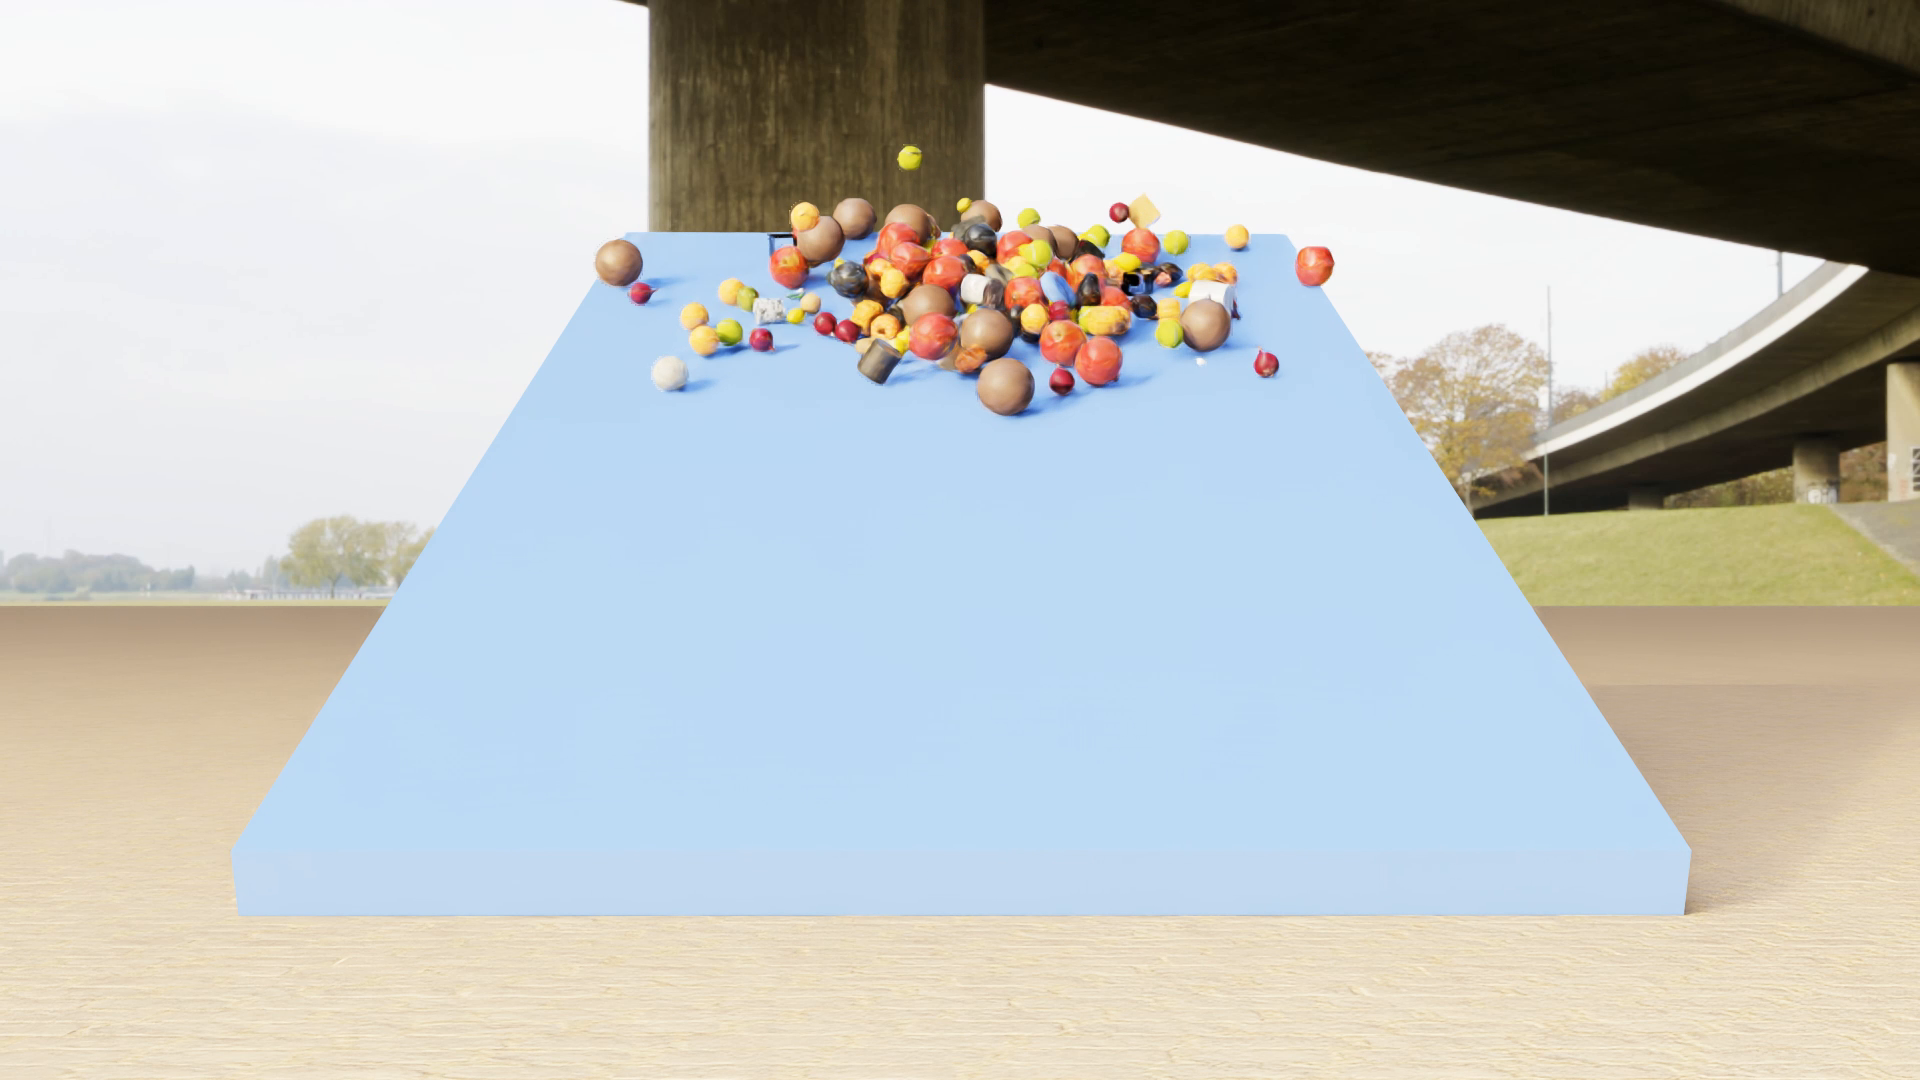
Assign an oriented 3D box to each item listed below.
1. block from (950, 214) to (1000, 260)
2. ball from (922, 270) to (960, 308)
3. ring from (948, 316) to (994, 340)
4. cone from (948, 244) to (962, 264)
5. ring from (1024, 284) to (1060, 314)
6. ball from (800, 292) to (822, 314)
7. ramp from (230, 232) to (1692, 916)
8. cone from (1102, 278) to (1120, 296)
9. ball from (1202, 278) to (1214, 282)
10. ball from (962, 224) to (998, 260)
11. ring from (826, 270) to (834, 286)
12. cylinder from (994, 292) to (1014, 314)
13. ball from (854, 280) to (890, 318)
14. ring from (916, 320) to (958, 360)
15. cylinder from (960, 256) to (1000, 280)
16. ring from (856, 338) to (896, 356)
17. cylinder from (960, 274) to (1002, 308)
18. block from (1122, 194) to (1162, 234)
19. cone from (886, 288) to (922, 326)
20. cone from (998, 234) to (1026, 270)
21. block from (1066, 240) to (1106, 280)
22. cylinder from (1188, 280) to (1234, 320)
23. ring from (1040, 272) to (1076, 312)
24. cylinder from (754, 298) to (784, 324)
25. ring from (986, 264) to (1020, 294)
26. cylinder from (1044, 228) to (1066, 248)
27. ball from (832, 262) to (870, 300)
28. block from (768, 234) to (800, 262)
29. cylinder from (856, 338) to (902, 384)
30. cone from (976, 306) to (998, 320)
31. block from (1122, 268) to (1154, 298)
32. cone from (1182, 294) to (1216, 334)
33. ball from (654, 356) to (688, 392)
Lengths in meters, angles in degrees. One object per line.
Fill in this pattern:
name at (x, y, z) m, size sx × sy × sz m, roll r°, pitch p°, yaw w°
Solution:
block at (0.042, -0.824, 6.261) m, size 0.097 × 0.097 × 0.097 m, roll -22°, pitch -20°, yaw -1°
ball at (-0.049, -0.661, 5.970) m, size 0.098 × 0.098 × 0.098 m, roll 0°, pitch -2°, yaw 0°
ring at (0.023, -0.536, 5.707) m, size 0.128 × 0.043 × 0.128 m, roll 1°, pitch 19°, yaw 0°
cone at (-0.024, -0.807, 6.479) m, size 0.056 × 0.056 × 0.056 m, roll 23°, pitch -33°, yaw 17°
ring at (0.219, -0.628, 5.897) m, size 0.108 × 0.036 × 0.108 m, roll 19°, pitch -25°, yaw 10°
ball at (-0.388, -0.617, 5.907) m, size 0.056 × 0.056 × 0.056 m, roll 0°, pitch -2°, yaw 0°
ramp at (-0.005, -0.205, 4.998) m, size 2.000 × 0.100 × 4.000 m, roll 0°, pitch 20°, yaw 0°
cone at (0.395, -0.677, 6.126) m, size 0.052 × 0.052 × 0.052 m, roll 1°, pitch -10°, yaw -31°
ball at (0.644, -0.648, 5.963) m, size 0.081 × 0.081 × 0.081 m, roll 0°, pitch -2°, yaw 0°
ball at (0.054, -0.811, 6.148) m, size 0.096 × 0.096 × 0.096 m, roll 0°, pitch -2°, yaw 0°
ring at (-0.312, -0.720, 6.223) m, size 0.115 × 0.038 × 0.115 m, roll 0°, pitch 19°, yaw 0°
cylinder at (0.115, -0.632, 5.929) m, size 0.053 × 0.053 × 0.053 m, roll 0°, pitch -46°, yaw -9°
ball at (-0.225, -0.616, 5.797) m, size 0.096 × 0.096 × 0.096 m, roll 0°, pitch -2°, yaw 0°
ring at (-0.056, -0.486, 5.498) m, size 0.117 × 0.117 × 0.039 m, roll -1°, pitch -36°, yaw 33°
cylinder at (0.056, -0.733, 6.194) m, size 0.082 × 0.082 × 0.082 m, roll 2°, pitch 0°, yaw 42°
ring at (-0.208, -0.472, 5.542) m, size 0.098 × 0.033 × 0.098 m, roll 1°, pitch 20°, yaw 0°
cylinder at (0.055, -0.634, 5.761) m, size 0.077 × 0.077 × 0.077 m, roll 16°, pitch 9°, yaw 40°
block at (0.523, -0.938, 6.505) m, size 0.080 × 0.080 × 0.080 m, roll -39°, pitch -2°, yaw 7°
cone at (-0.131, -0.603, 5.735) m, size 0.090 × 0.090 × 0.090 m, roll 13°, pitch -23°, yaw 5°
cone at (0.142, -0.826, 6.428) m, size 0.098 × 0.098 × 0.098 m, roll 0°, pitch 20°, yaw 0°
block at (0.348, -0.772, 6.249) m, size 0.066 × 0.066 × 0.066 m, roll -46°, pitch 7°, yaw 47°
cylinder at (0.645, -0.615, 5.802) m, size 0.091 × 0.091 × 0.091 m, roll 10°, pitch 3°, yaw 24°
ring at (0.248, -0.628, 5.714) m, size 0.039 × 0.116 × 0.116 m, roll -37°, pitch -19°, yaw 24°
cylinder at (-0.491, -0.589, 5.818) m, size 0.065 × 0.065 × 0.065 m, roll -6°, pitch 0°, yaw -17°
ring at (0.111, -0.680, 5.893) m, size 0.103 × 0.103 × 0.034 m, roll 2°, pitch -46°, yaw -49°
cylinder at (0.280, -0.893, 6.675) m, size 0.055 × 0.055 × 0.055 m, roll 5°, pitch -1°, yaw 6°
ball at (-0.276, -0.656, 5.713) m, size 0.096 × 0.096 × 0.096 m, roll 0°, pitch -2°, yaw 0°
block at (-0.506, -0.840, 6.508) m, size 0.068 × 0.068 × 0.068 m, roll -9°, pitch 22°, yaw -23°
cylinder at (-0.188, -0.416, 5.274) m, size 0.077 × 0.077 × 0.077 m, roll 32°, pitch 17°, yaw -11°
cone at (0.057, -0.586, 5.779) m, size 0.054 × 0.054 × 0.054 m, roll 45°, pitch 23°, yaw 28°
block at (0.481, -0.694, 6.119) m, size 0.060 × 0.060 × 0.060 m, roll 18°, pitch 26°, yaw 39°
cone at (0.620, -0.585, 5.732) m, size 0.092 × 0.092 × 0.092 m, roll 10°, pitch 36°, yaw -8°
ball at (-0.667, -0.384, 5.224) m, size 0.081 × 0.081 × 0.081 m, roll 0°, pitch -2°, yaw 0°
